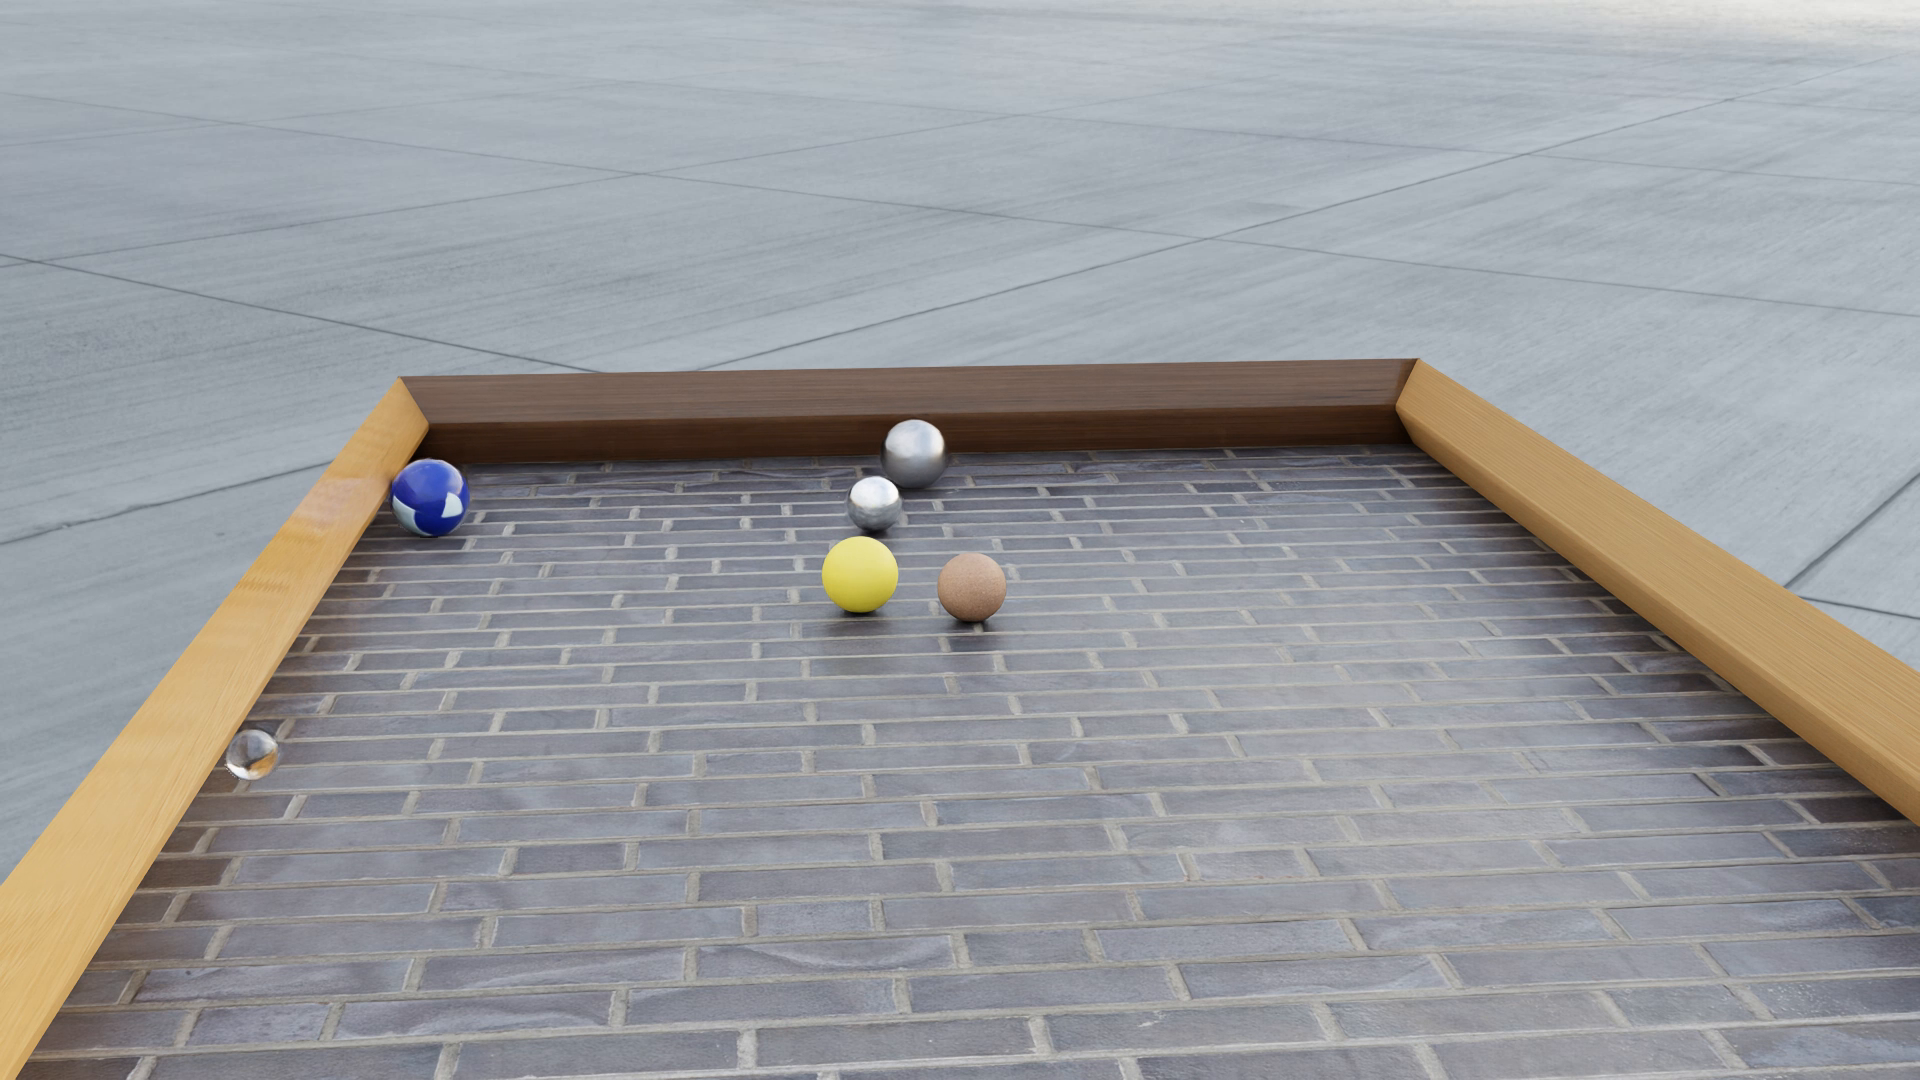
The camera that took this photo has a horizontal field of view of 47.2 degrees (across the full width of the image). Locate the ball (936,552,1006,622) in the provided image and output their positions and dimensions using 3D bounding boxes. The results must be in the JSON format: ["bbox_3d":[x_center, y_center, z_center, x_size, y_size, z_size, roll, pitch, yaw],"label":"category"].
[{"bbox_3d":[0.013,0.053,2.450,0.078,0.078,0.078,0,15,0],"label":"ball"}]

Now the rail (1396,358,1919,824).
[{"bbox_3d":[0.782,0.124,2.091,0.045,0.128,2.525,-1,15,-5],"label":"rail"}]

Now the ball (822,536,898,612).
[{"bbox_3d":[-0.113,0.039,2.482,0.086,0.086,0.086,0,15,0],"label":"ball"}]

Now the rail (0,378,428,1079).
[{"bbox_3d":[-0.663,0.160,1.959,0.045,0.128,2.525,-1,15,-5],"label":"rail"}]

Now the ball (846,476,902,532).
[{"bbox_3d":[-0.110,-0.045,2.818,0.071,0.071,0.071,0,15,0],"label":"ball"}]

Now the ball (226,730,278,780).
[{"bbox_3d":[-0.641,0.194,1.992,0.046,0.046,0.046,0,15,0],"label":"ball"}]

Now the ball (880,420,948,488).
[{"bbox_3d":[-0.064,-0.119,3.041,0.095,0.095,0.095,0,15,0],"label":"ball"}]

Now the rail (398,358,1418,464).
[{"bbox_3d":[-0.057,-0.185,3.214,1.499,0.128,0.045,-1,15,-5],"label":"rail"}]

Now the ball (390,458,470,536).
[{"bbox_3d":[-0.675,-0.055,2.799,0.098,0.098,0.098,0,15,0],"label":"ball"}]
